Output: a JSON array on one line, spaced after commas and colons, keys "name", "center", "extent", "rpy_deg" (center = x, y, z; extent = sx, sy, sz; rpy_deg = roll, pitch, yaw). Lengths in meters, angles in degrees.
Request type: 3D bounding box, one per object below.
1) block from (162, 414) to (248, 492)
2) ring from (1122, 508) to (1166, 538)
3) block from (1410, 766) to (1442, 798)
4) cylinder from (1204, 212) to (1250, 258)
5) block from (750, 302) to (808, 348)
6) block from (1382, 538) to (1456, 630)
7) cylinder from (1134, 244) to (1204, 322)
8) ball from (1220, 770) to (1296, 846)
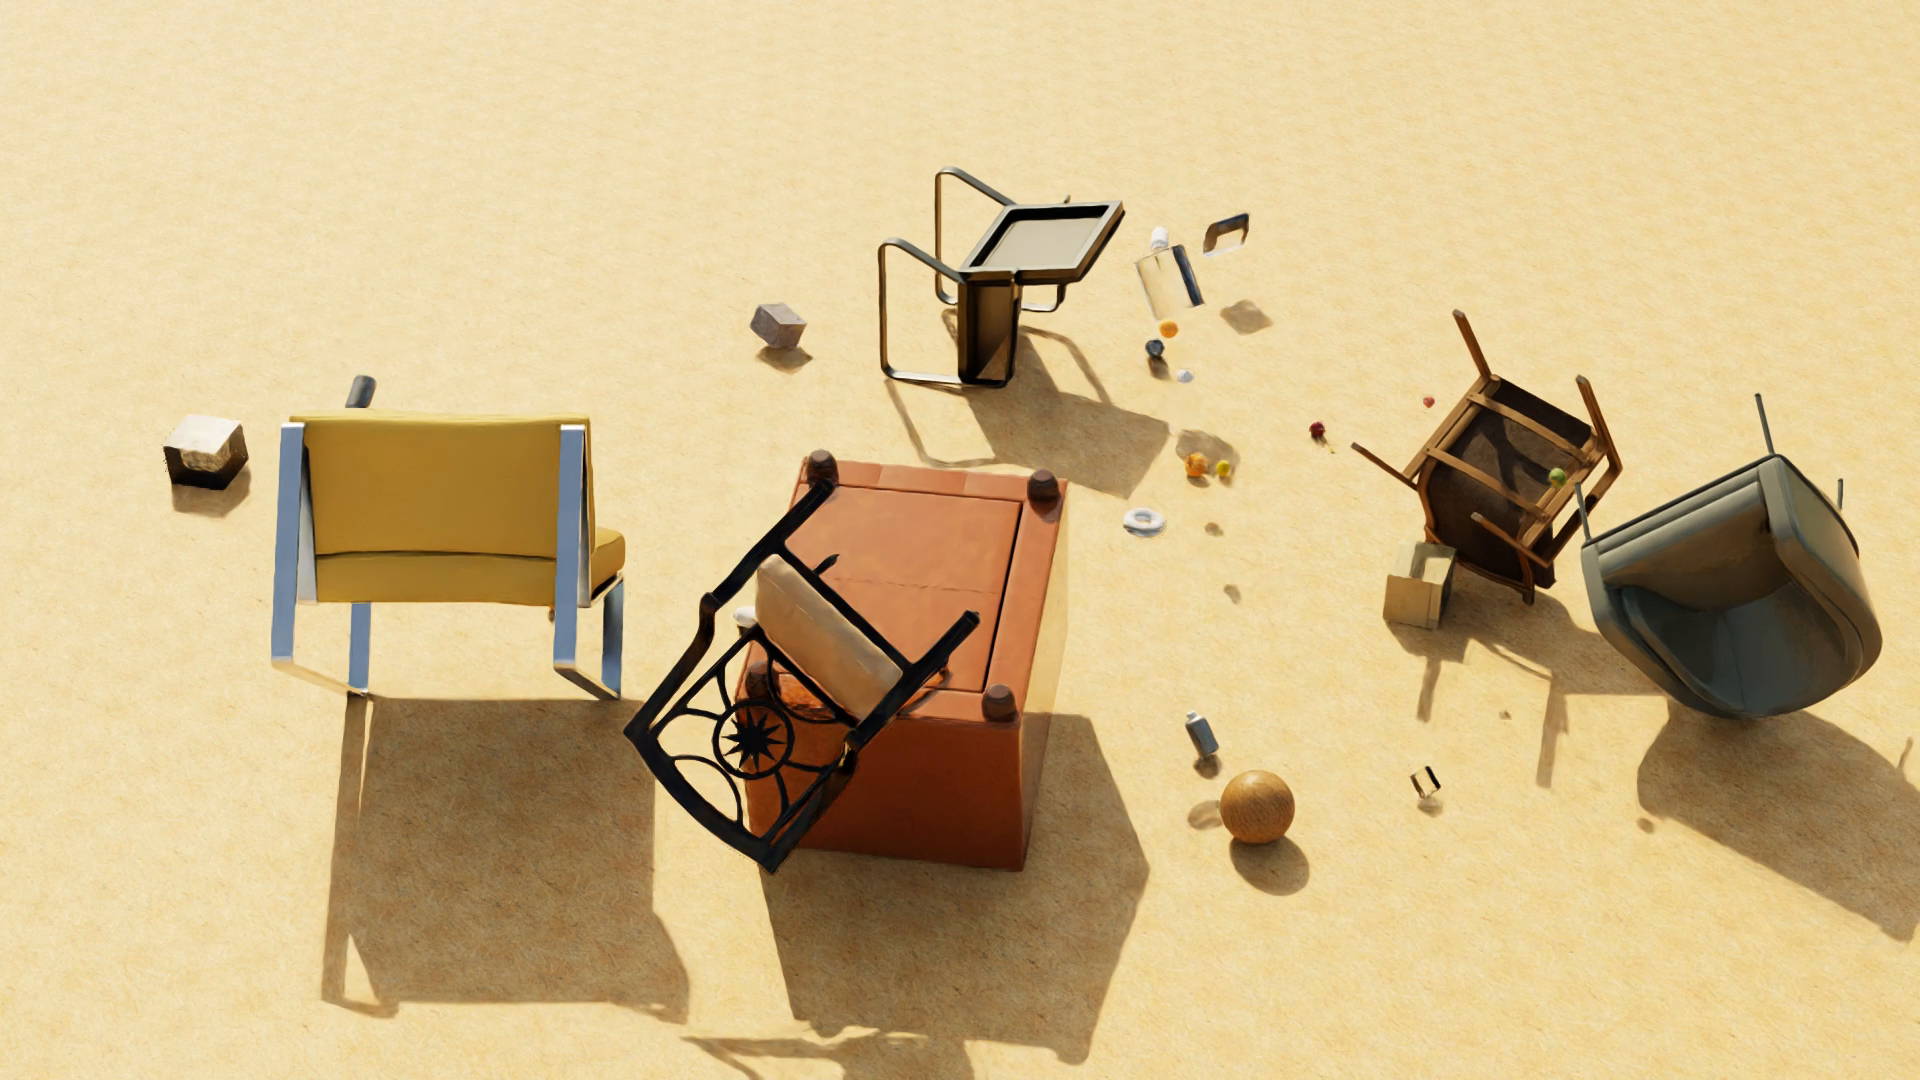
[{"name": "block", "center": [-2.899, -0.337, 11.276], "extent": [0.220, 0.180, 0.218], "rpy_deg": [9, 39, 13]}, {"name": "ring", "center": [0.614, -0.056, 9.790], "extent": [0.161, 0.043, 0.136], "rpy_deg": [-22, 48, -40]}, {"name": "block", "center": [1.529, 0.795, 9.635], "extent": [0.053, 0.084, 0.059], "rpy_deg": [-32, -4, 38]}, {"name": "cylinder", "center": [1.131, -1.293, 12.448], "extent": [0.176, 0.192, 0.072], "rpy_deg": [-22, 55, -30]}, {"name": "block", "center": [-0.752, -0.888, 12.121], "extent": [0.153, 0.112, 0.150], "rpy_deg": [42, 31, 28]}, {"name": "block", "center": [1.650, 0.157, 10.525], "extent": [0.197, 0.197, 0.251], "rpy_deg": [12, 35, 16]}, {"name": "cylinder", "center": [0.828, -1.018, 11.609], "extent": [0.232, 0.252, 0.152], "rpy_deg": [-19, 2, 39]}, {"name": "ball", "center": [0.956, 0.859, 9.421], "extent": [0.242, 0.242, 0.242], "rpy_deg": [0, 33, 0]}]
